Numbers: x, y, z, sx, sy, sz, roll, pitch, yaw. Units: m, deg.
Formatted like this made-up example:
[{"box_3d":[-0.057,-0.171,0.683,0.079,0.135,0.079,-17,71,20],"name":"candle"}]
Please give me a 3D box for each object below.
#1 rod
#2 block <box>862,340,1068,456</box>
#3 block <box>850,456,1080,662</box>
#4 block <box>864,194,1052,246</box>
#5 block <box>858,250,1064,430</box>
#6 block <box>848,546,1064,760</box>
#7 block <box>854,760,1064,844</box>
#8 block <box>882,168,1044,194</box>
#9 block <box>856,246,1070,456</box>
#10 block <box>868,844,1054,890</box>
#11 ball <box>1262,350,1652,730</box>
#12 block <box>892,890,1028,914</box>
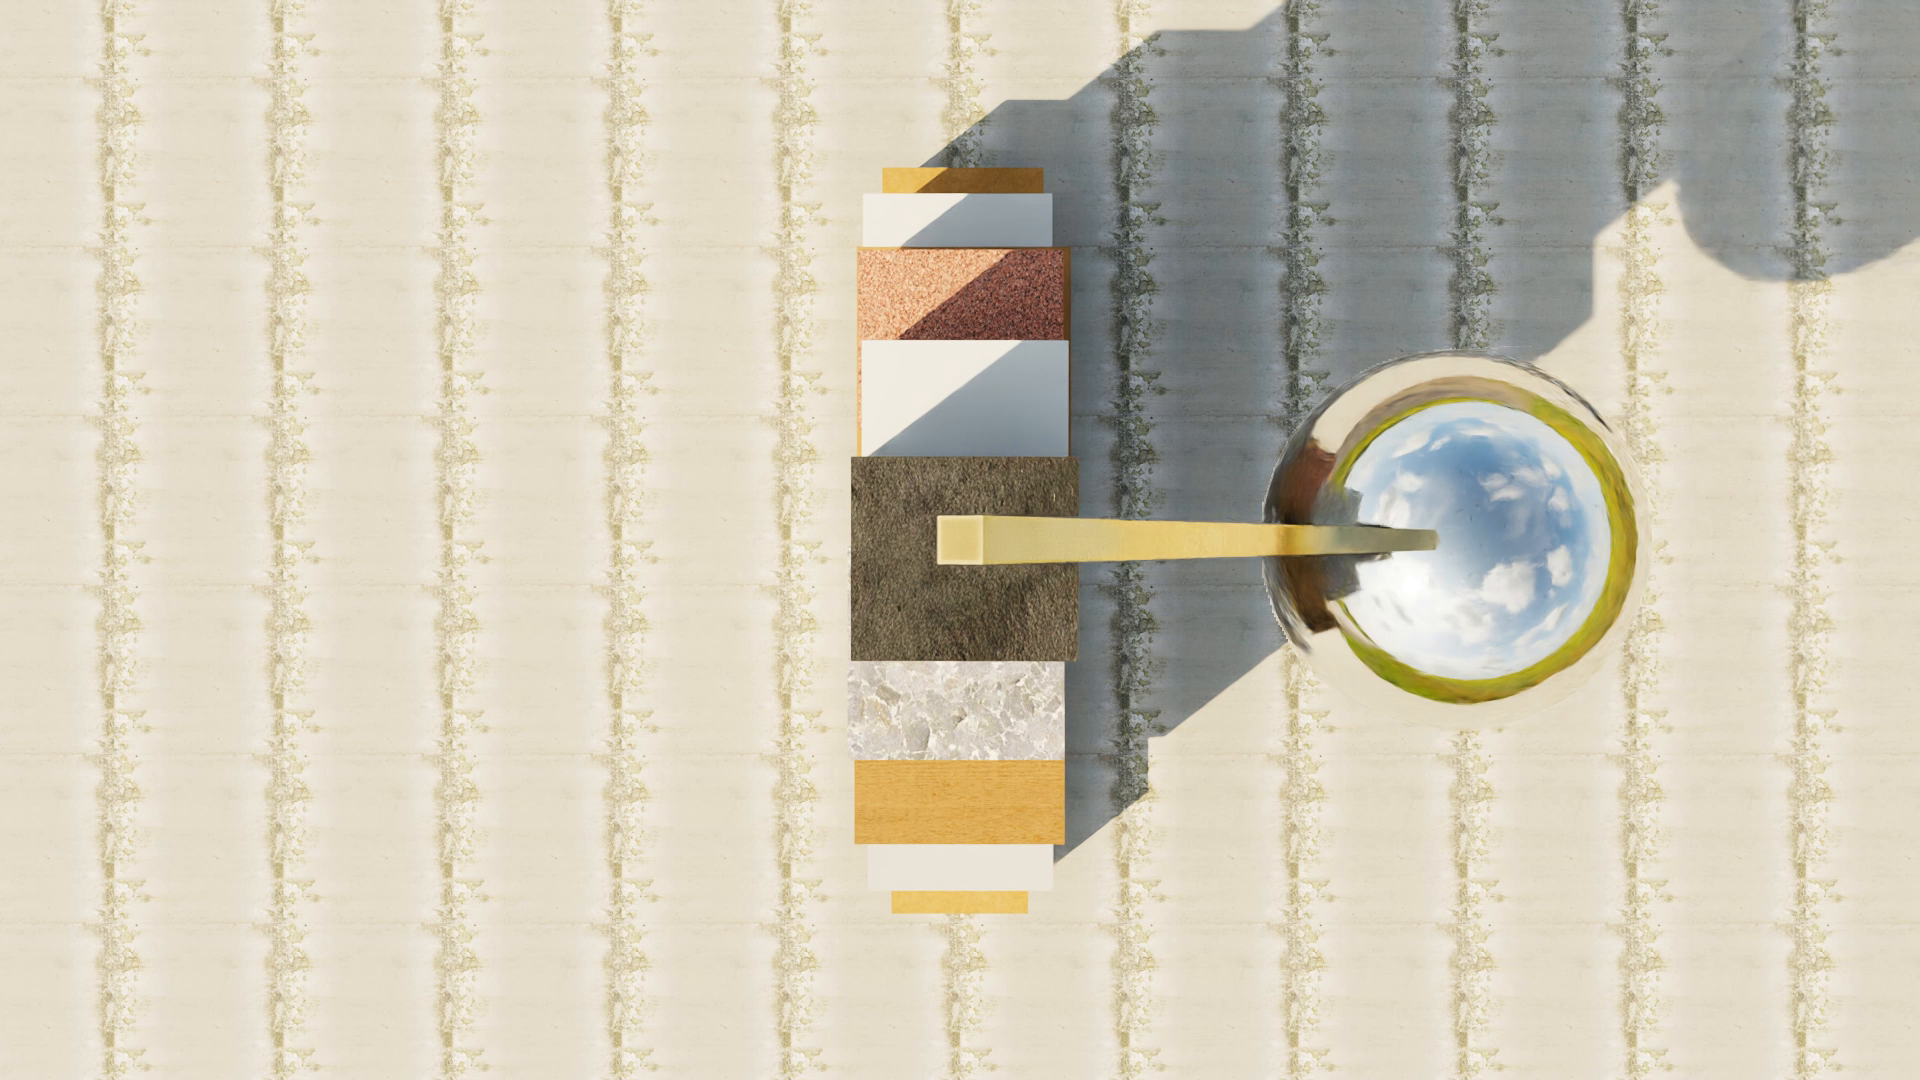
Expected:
[{"box_3d":[0.899,0.000,6.058,0.080,5.200,0.080,0,90,20],"name":"rod"},{"box_3d":[0.019,-0.368,8.678,0.773,0.892,0.771,0,91,0],"name":"block"},{"box_3d":[0.016,0.055,7.808,0.765,0.860,0.688,0,91,0],"name":"block"},{"box_3d":[-0.012,-1.325,11.537,0.950,0.985,0.830,0,90,0],"name":"block"},{"box_3d":[0.004,-0.840,9.564,0.850,0.894,0.741,0,91,0],"name":"block"},{"box_3d":[-0.015,0.421,8.660,0.814,0.828,0.801,0,90,0],"name":"block"},{"box_3d":[-0.002,0.784,9.569,0.868,0.985,0.938,0,90,0],"name":"block"},{"box_3d":[0.016,-1.663,12.585,0.891,0.831,0.795,0,90,0],"name":"block"},{"box_3d":[0.017,-0.863,10.528,0.974,1.034,0.960,0,91,0],"name":"block"},{"box_3d":[0.002,1.213,11.541,0.924,1.163,1.061,0,90,0],"name":"block"},{"box_3d":[2.074,0.000,9.248,1.600,1.600,1.600,0,90,0],"name":"ball"},{"box_3d":[-0.001,1.679,12.563,0.753,0.874,0.764,0,90,0],"name":"block"}]
